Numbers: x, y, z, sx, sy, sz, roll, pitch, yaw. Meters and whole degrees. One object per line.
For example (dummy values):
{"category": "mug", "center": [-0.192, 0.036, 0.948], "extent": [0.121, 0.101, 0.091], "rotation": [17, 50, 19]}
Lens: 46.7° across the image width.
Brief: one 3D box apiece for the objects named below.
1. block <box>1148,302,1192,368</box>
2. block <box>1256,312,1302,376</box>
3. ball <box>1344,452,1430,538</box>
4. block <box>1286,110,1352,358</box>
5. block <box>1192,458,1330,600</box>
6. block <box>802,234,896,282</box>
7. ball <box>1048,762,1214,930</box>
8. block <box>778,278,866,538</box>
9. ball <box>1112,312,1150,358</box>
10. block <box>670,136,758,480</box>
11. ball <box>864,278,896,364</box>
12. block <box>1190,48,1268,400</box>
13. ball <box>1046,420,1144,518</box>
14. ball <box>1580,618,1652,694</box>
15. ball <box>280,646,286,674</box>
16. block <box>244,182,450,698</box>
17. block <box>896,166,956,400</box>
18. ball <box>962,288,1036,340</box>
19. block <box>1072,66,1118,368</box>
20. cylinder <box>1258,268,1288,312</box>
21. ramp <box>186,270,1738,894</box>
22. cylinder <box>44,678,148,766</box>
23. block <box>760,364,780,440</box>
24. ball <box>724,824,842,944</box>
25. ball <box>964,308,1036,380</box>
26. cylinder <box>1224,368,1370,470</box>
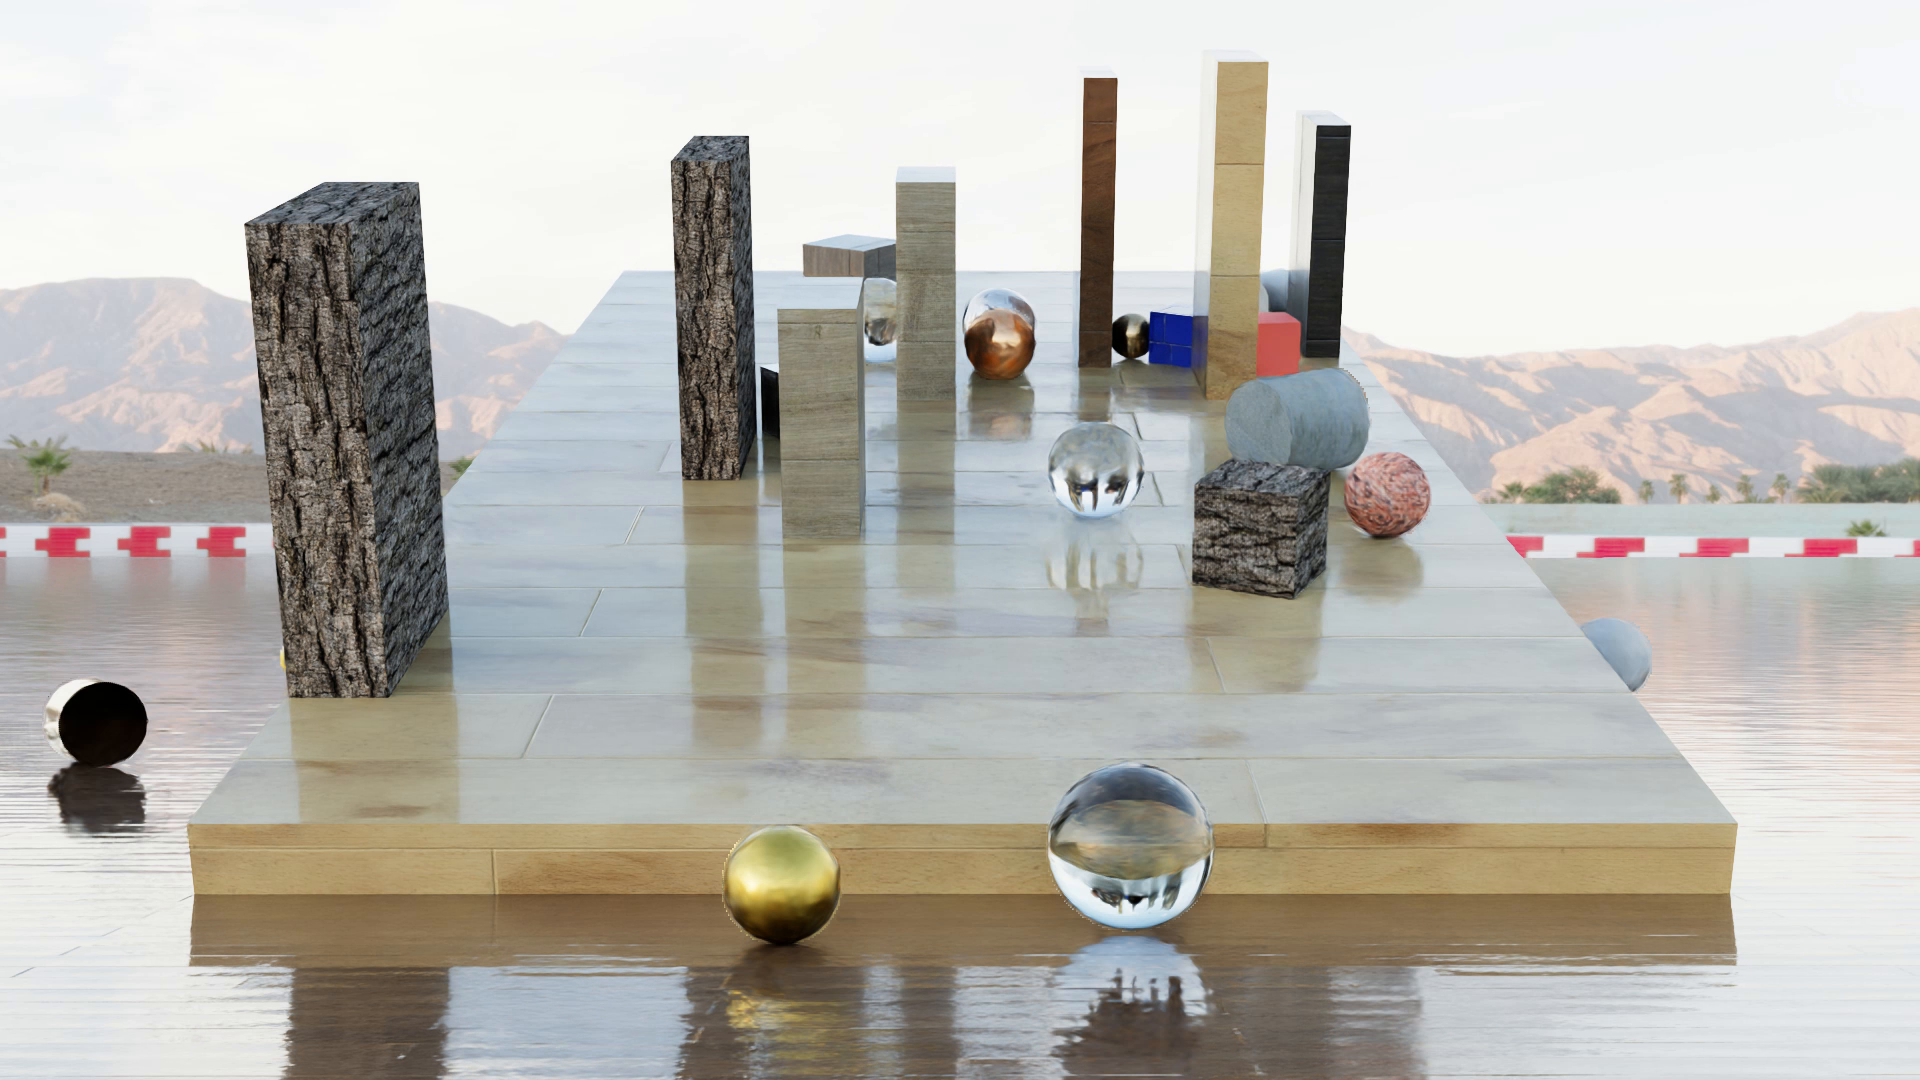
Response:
{"category": "block", "center": [0.553, -0.504, 5.478], "extent": [0.128, 0.128, 0.128], "rotation": [11, 20, 31]}
{"category": "block", "center": [0.741, -0.474, 5.379], "extent": [0.128, 0.128, 0.128], "rotation": [-3, 17, -9]}
{"category": "ball", "center": [0.780, -0.084, 4.062], "extent": [0.157, 0.157, 0.157], "rotation": [0, 0, 0]}
{"category": "block", "center": [0.901, -0.776, 5.605], "extent": [0.085, 0.572, 0.334], "rotation": [0, 17, 0]}
{"category": "block", "center": [0.517, -0.021, 3.817], "extent": [0.181, 0.181, 0.181], "rotation": [8, 19, 25]}
{"category": "block", "center": [-0.280, -0.701, 5.986], "extent": [0.202, 0.202, 0.202], "rotation": [11, 20, 32]}
{"category": "ball", "center": [0.200, 0.359, 2.610], "extent": [0.195, 0.195, 0.195], "rotation": [0, 0, 0]}
{"category": "block", "center": [-0.254, -0.252, 4.147], "extent": [0.141, 0.425, 0.309], "rotation": [0, 17, 0]}
{"category": "ball", "center": [0.426, -0.506, 5.506], "extent": [0.114, 0.114, 0.114], "rotation": [0, 0, 0]}
{"category": "block", "center": [-0.498, -0.483, 4.543], "extent": [0.115, 0.633, 0.416], "rotation": [0, 17, 0]}
{"category": "ball", "center": [-0.201, -0.531, 5.387], "extent": [0.209, 0.209, 0.209], "rotation": [0, 0, 0]}
{"category": "block", "center": [0.619, -0.732, 5.139], "extent": [0.112, 0.762, 0.337], "rotation": [0, 17, 0]}
{"category": "ball", "center": [0.254, -0.133, 4.174], "extent": [0.183, 0.183, 0.183], "rotation": [0, 0, 0]}
{"category": "ball", "center": [1.310, 0.240, 4.495], "extent": [0.168, 0.168, 0.168], "rotation": [0, 0, 0]}
{"category": "ball", "center": [-2.222, 0.401, 7.542], "extent": [0.164, 0.164, 0.164], "rotation": [0, 0, 0]}
{"category": "block", "center": [-0.920, -0.164, 3.385], "extent": [0.148, 0.704, 0.415], "rotation": [0, 17, 0]}
{"category": "block", "center": [-0.077, -0.595, 5.140], "extent": [0.135, 0.499, 0.259], "rotation": [0, 17, 0]}
{"category": "ball", "center": [0.096, -0.529, 5.465], "extent": [0.182, 0.182, 0.182], "rotation": [0, 0, 0]}
{"category": "block", "center": [0.329, -0.796, 5.458], "extent": [0.081, 0.696, 0.301], "rotation": [0, 17, 0]}
{"category": "cylinder", "center": [0.805, -0.636, 5.876], "extent": [0.146, 0.146, 0.146], "rotation": [-16, 11, -42]}
{"category": "ramp", "center": [-0.003, -0.175, 4.792], "extent": [2.000, 0.100, 4.000], "rotation": [0, 17, 0]}
{"category": "cylinder", "center": [-1.819, 0.382, 4.677], "extent": [0.175, 0.175, 0.175], "rotation": [0, 0, -32]}
{"category": "block", "center": [-0.328, -0.298, 4.771], "extent": [0.146, 0.146, 0.146], "rotation": [-11, 20, -32]}
{"category": "ball", "center": [-0.203, 0.392, 2.538], "extent": [0.134, 0.134, 0.134], "rotation": [0, 0, 0]}
{"category": "ball", "center": [0.096, -0.466, 5.281], "extent": [0.169, 0.169, 0.169], "rotation": [0, 0, 0]}
{"category": "cylinder", "center": [0.676, -0.232, 4.461], "extent": [0.203, 0.203, 0.203], "rotation": [-10, 5, -31]}
